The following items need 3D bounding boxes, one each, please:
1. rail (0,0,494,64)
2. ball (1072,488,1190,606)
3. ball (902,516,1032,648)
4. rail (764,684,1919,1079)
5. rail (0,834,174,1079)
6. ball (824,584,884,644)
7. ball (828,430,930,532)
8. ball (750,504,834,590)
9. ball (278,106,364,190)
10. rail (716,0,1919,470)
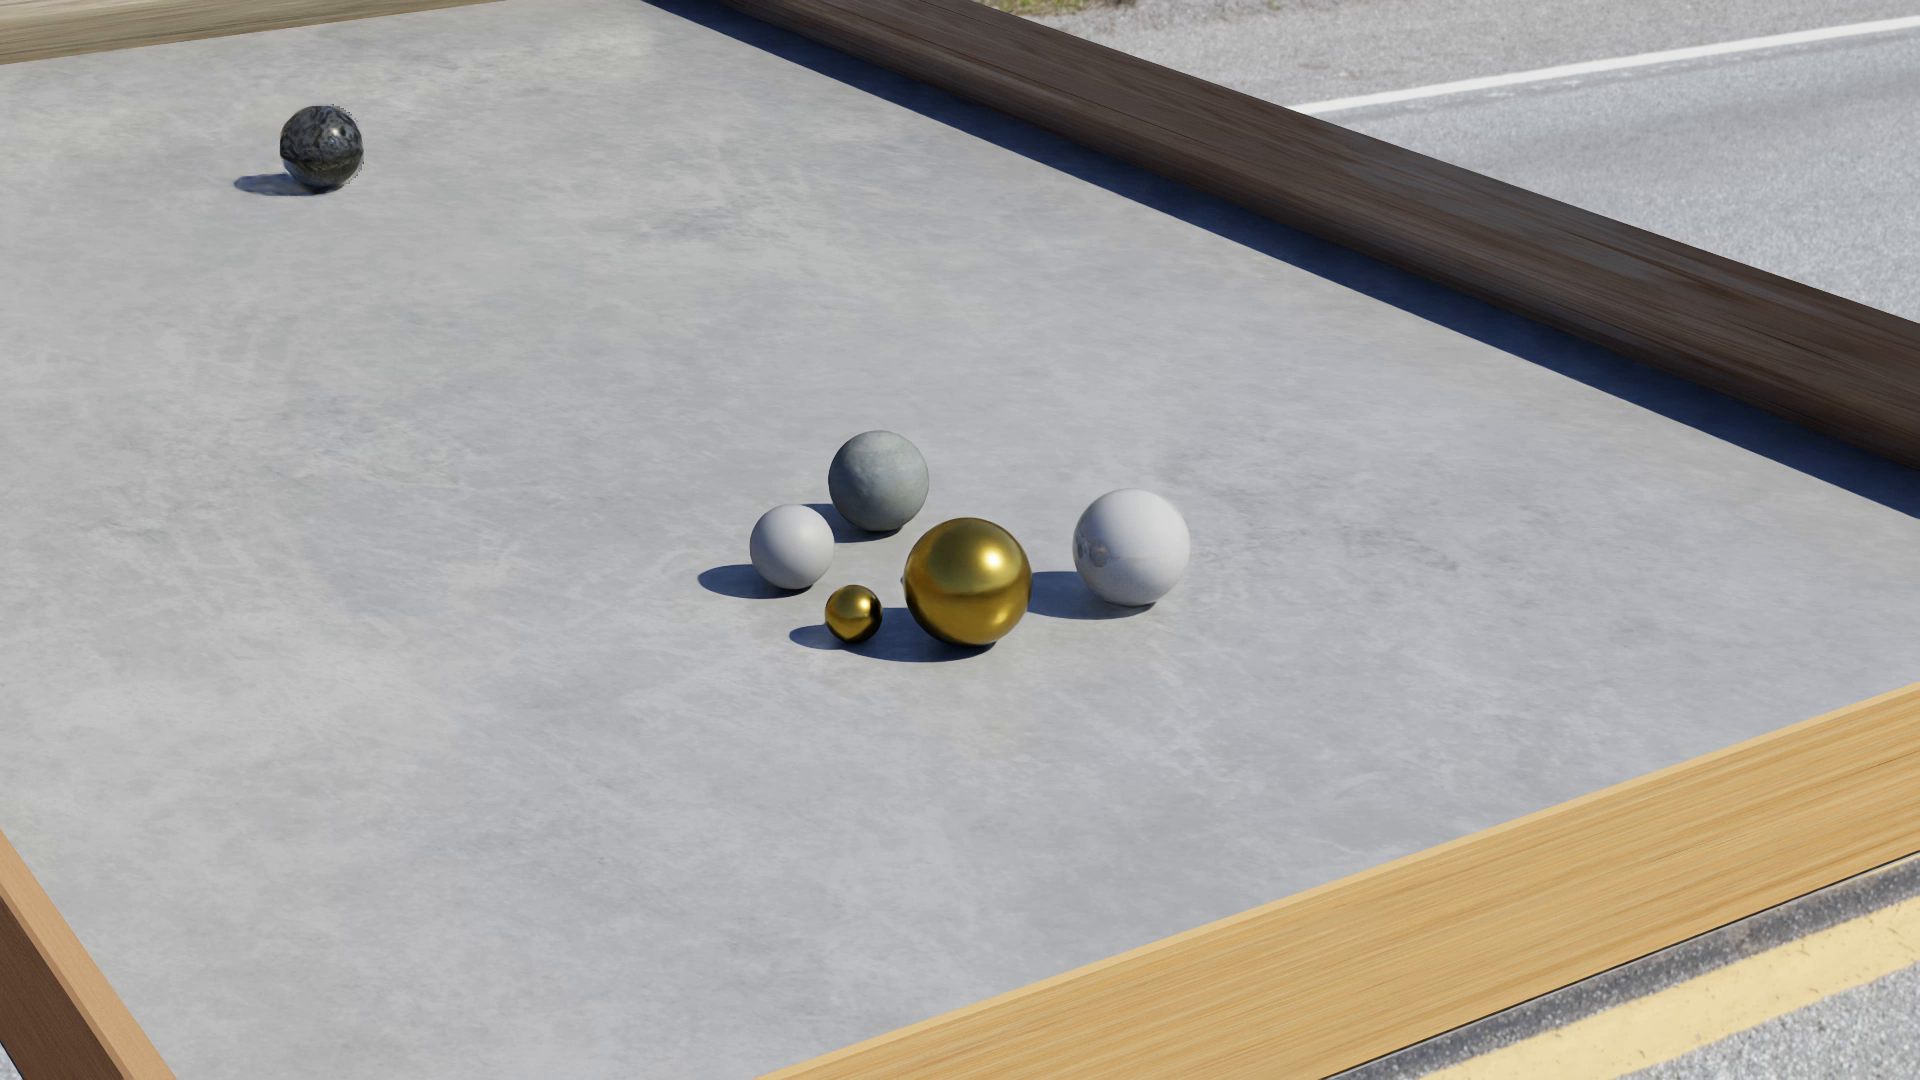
[{"bbox_3d":[-1.149,-0.725,3.992,1.683,0.129,0.045,-14,26,-30],"label":"rail"},{"bbox_3d":[0.134,0.005,2.303,0.093,0.093,0.093,0,23,0],"label":"ball"},{"bbox_3d":[0.006,0.032,2.232,0.099,0.099,0.099,0,23,0],"label":"ball"},{"bbox_3d":[0.374,0.200,1.790,1.683,0.129,0.045,-14,26,-30],"label":"rail"},{"bbox_3d":[-1.076,-0.092,2.486,0.045,0.129,2.880,-14,26,-30],"label":"rail"},{"bbox_3d":[-0.081,0.056,2.244,0.045,0.045,0.045,0,23,0],"label":"ball"},{"bbox_3d":[-0.068,-0.049,2.444,0.084,0.084,0.084,0,23,0],"label":"ball"},{"bbox_3d":[-0.133,0.005,2.336,0.068,0.068,0.068,0,23,0],"label":"ball"},{"bbox_3d":[-0.736,-0.453,3.389,0.096,0.096,0.096,0,23,0],"label":"ball"},{"bbox_3d":[0.302,-0.433,3.297,0.045,0.129,2.880,-14,26,-30],"label":"rail"}]
